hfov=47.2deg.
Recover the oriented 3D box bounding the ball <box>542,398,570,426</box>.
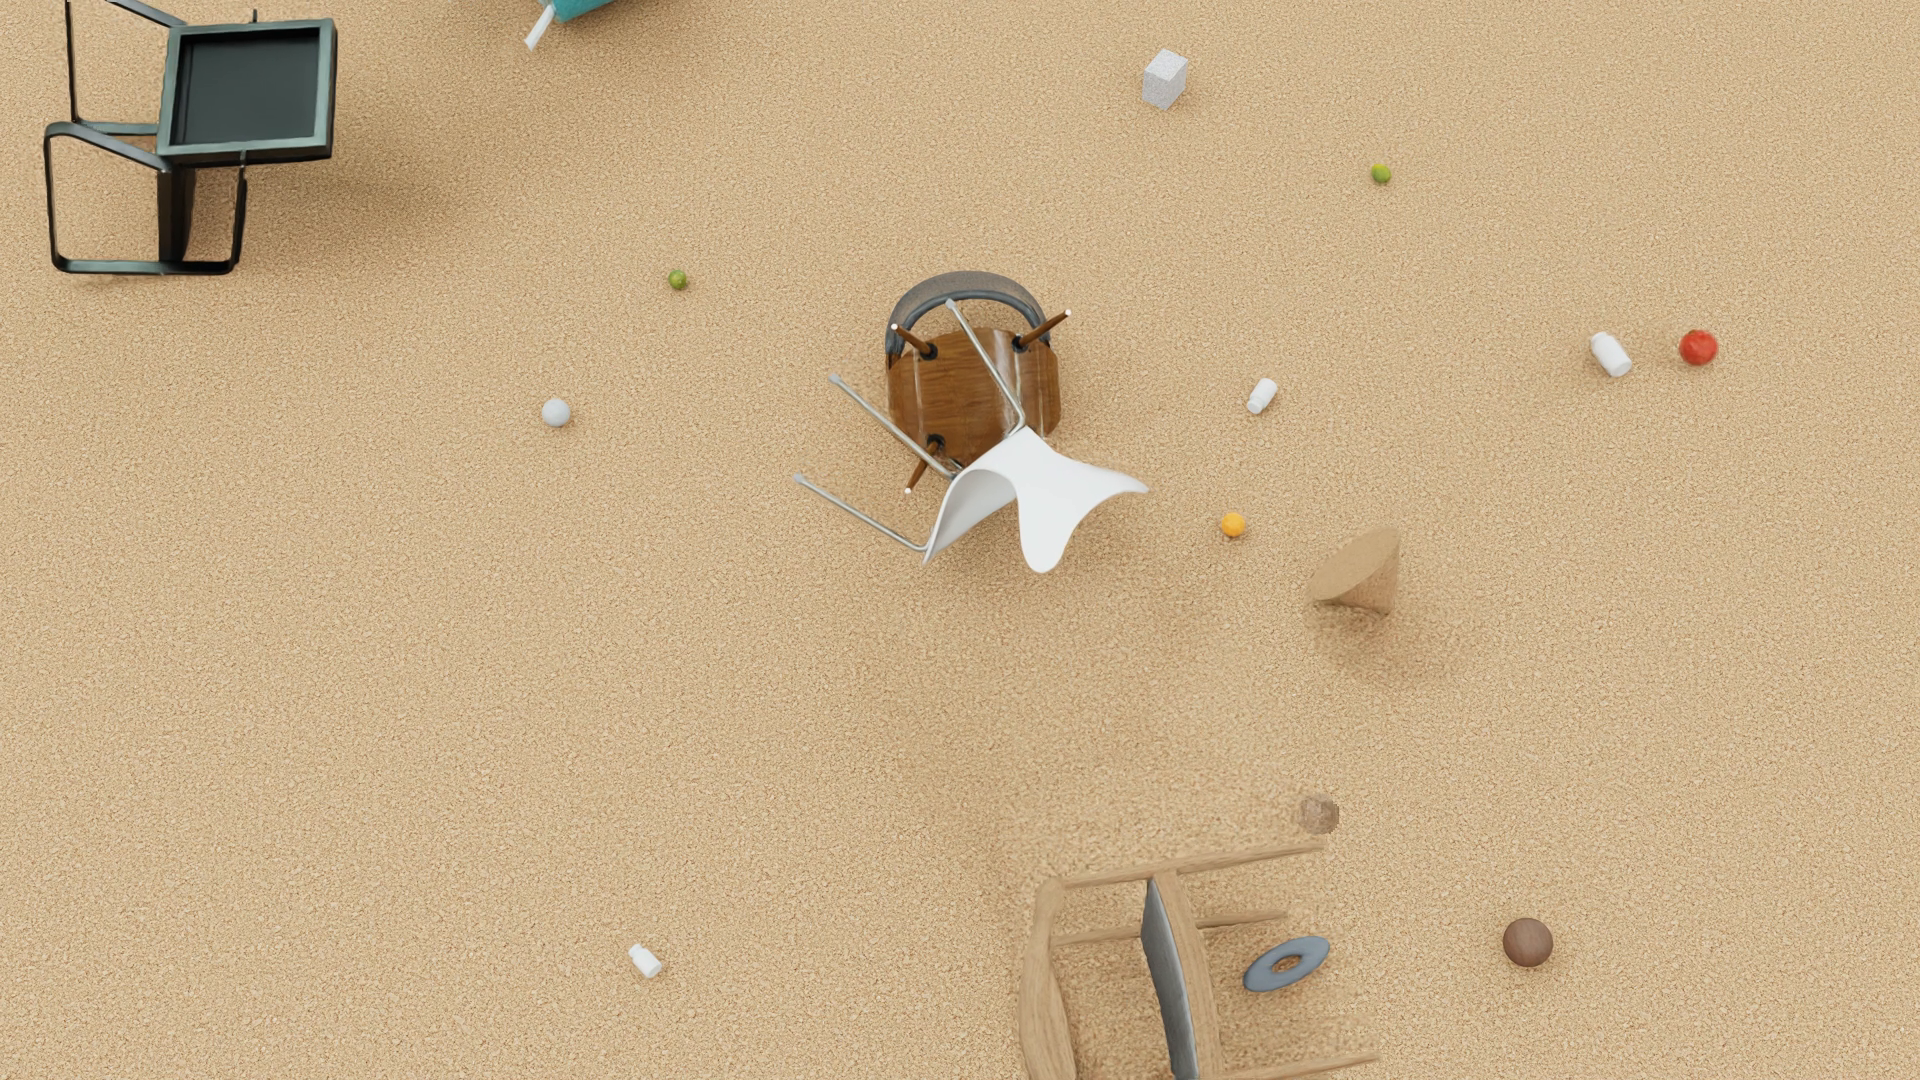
[{"bbox_3d":[-1.247,-0.393,6.785,0.088,0.088,0.088,0,56,0],"label":"ball"}]

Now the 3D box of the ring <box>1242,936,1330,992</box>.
[{"bbox_3d":[0.861,1.118,5.801,0.264,0.039,0.108,-24,59,-15],"label":"ring"}]

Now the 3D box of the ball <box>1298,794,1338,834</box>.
[{"bbox_3d":[0.977,0.746,6.008,0.109,0.109,0.109,0,56,0],"label":"ball"}]

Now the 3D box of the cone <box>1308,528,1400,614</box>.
[{"bbox_3d":[1.202,0.142,6.406,0.196,0.308,0.325,51,52,-14],"label":"cone"}]

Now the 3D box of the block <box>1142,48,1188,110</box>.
[{"bbox_3d":[0.703,-1.581,7.552,0.099,0.138,0.126,29,61,18],"label":"block"}]
